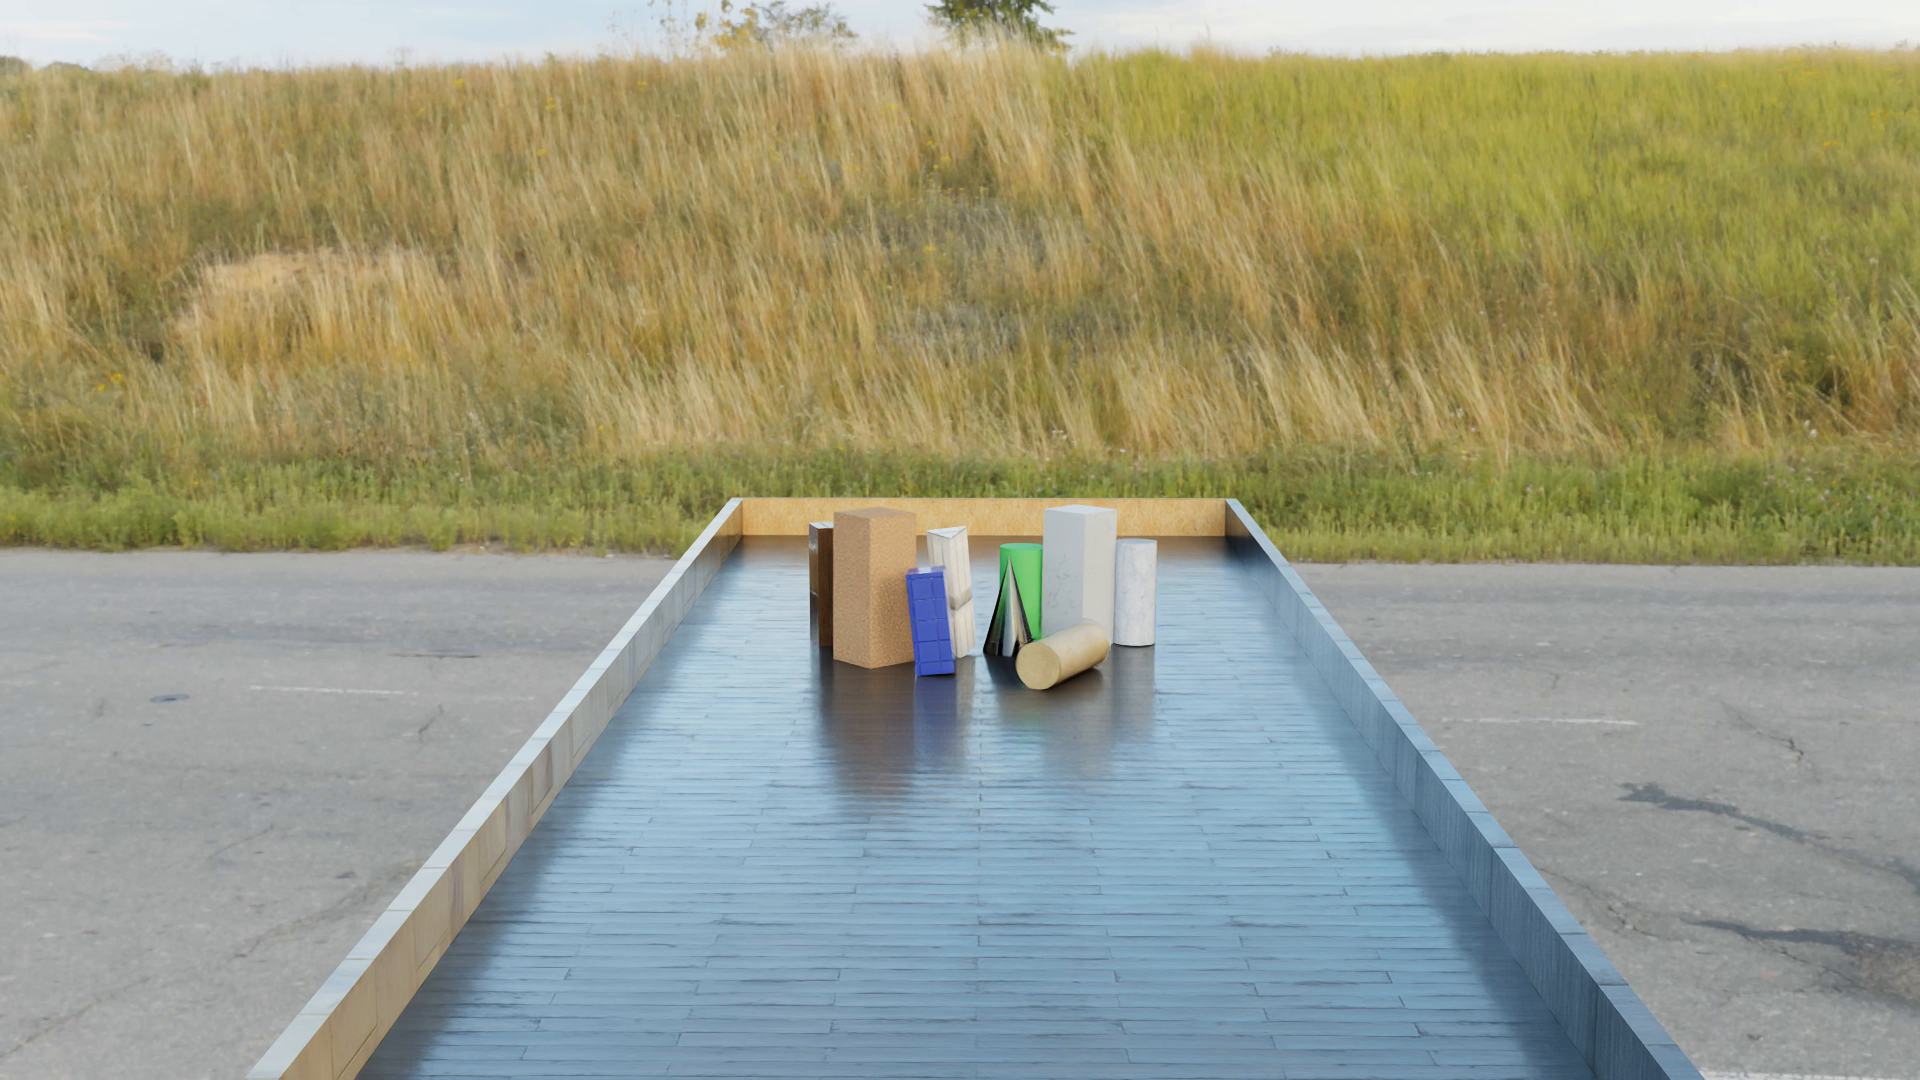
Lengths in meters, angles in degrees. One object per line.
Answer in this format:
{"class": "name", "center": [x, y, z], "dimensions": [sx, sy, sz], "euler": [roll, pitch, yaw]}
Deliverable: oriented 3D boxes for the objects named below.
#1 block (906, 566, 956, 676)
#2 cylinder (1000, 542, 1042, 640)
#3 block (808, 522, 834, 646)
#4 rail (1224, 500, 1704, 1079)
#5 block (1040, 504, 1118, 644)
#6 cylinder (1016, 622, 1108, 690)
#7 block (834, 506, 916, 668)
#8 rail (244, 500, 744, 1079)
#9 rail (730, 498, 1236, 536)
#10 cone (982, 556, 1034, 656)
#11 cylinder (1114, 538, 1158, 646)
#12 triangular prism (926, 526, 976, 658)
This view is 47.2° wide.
{"class": "block", "center": [-0.085, 0.238, 6.508], "dimensions": [0.111, 0.304, 0.111], "euler": [-5, 9, 5]}
{"class": "cylinder", "center": [0.199, 0.170, 6.965], "dimensions": [0.150, 0.302, 0.150], "euler": [1, 9, 0]}
{"class": "block", "center": [-0.403, 0.137, 6.949], "dimensions": [0.121, 0.375, 0.121], "euler": [-3, 9, -17]}
{"class": "rail", "center": [1.046, 0.843, 3.208], "dimensions": [0.050, 0.150, 12.000], "euler": [0, 9, 1]}
{"class": "block", "center": [0.373, 0.116, 6.899], "dimensions": [0.163, 0.428, 0.163], "euler": [8, 11, 40]}
{"class": "cylinder", "center": [0.302, 0.336, 6.445], "dimensions": [0.139, 0.139, 0.355], "euler": [5, 10, 26]}
{"class": "block", "center": [-0.259, 0.141, 6.664], "dimensions": [0.178, 0.454, 0.178], "euler": [-8, 13, -40]}
{"class": "rail", "center": [-1.004, 0.839, 3.234], "dimensions": [0.050, 0.150, 12.000], "euler": [0, 9, 1]}
{"class": "rail", "center": [0.099, -0.098, 9.147], "dimensions": [2.100, 0.150, 0.050], "euler": [0, 9, 1]}
{"class": "cone", "center": [0.153, 0.196, 6.813], "dimensions": [0.167, 0.301, 0.167], "euler": [0, 9, 0]}
{"class": "cylinder", "center": [0.551, 0.163, 6.938], "dimensions": [0.136, 0.321, 0.136], "euler": [1, 7, 0]}
{"class": "triangular prism", "center": [-0.008, 0.154, 6.757], "dimensions": [0.106, 0.384, 0.122], "euler": [-16, 19, -35]}
